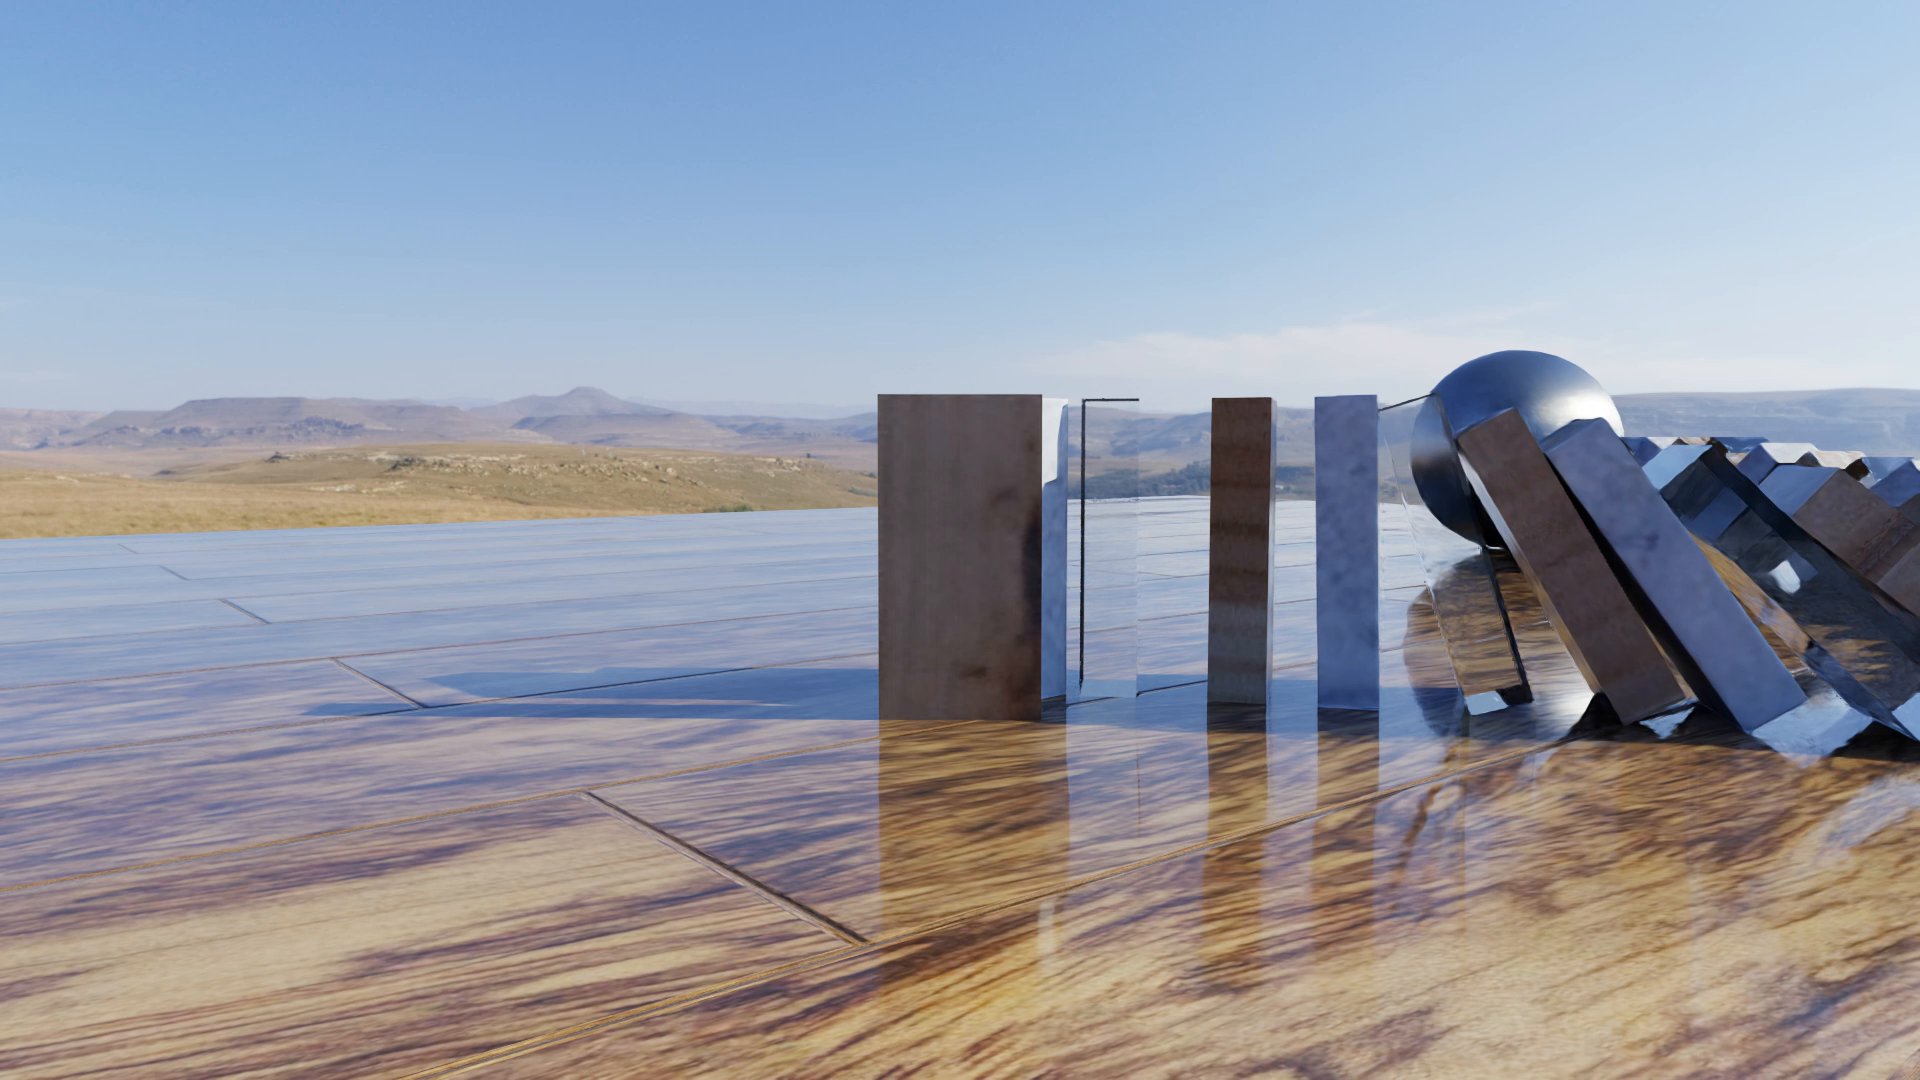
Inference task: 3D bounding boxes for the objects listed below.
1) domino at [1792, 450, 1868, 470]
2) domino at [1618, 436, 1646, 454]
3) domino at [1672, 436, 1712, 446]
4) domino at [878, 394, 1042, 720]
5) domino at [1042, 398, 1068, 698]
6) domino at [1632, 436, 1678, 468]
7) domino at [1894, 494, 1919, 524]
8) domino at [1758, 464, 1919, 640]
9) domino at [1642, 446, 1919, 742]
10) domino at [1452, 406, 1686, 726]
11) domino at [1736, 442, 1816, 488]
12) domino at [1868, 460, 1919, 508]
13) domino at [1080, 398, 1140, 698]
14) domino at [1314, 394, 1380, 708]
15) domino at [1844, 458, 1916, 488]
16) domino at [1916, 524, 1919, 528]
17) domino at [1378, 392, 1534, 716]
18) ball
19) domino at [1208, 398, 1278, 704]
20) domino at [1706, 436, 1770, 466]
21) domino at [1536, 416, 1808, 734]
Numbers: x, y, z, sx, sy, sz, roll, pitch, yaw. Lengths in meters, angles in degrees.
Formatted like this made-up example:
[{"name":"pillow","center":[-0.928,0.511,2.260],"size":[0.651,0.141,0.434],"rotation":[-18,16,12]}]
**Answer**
[{"name":"domino","center":[0.267,-0.009,0.416],"size":[0.025,0.010,0.050],"rotation":[-1,-37,-23]},{"name":"domino","center":[0.242,-0.016,0.476],"size":[0.025,0.050,0.009],"rotation":[-2,43,-23]},{"name":"domino","center":[0.251,-0.014,0.453],"size":[0.025,0.050,0.010],"rotation":[-2,43,-23]},{"name":"domino","center":[0.000,0.002,0.201],"size":[0.025,0.050,0.009],"rotation":[0,4,0]},{"name":"domino","center":[0.006,0.001,0.222],"size":[0.025,0.050,0.010],"rotation":[4,6,44]},{"name":"domino","center":[0.246,-0.015,0.464],"size":[0.025,0.050,0.009],"rotation":[-2,43,-22]},{"name":"domino","center":[0.278,-0.003,0.368],"size":[0.025,0.010,0.050],"rotation":[-1,-31,-14]},{"name":"domino","center":[0.145,0.009,0.192],"size":[0.050,0.009,0.025],"rotation":[41,13,9]},{"name":"domino","center":[0.127,0.007,0.196],"size":[0.009,0.050,0.025],"rotation":[-45,-8,14]},{"name":"domino","center":[0.096,0.003,0.206],"size":[0.010,0.050,0.025],"rotation":[-30,-5,17]},{"name":"domino","center":[0.262,-0.011,0.430],"size":[0.025,0.050,0.009],"rotation":[-2,48,-23]},{"name":"domino","center":[0.276,-0.005,0.385],"size":[0.025,0.010,0.050],"rotation":[-2,-33,-19]},{"name":"domino","center":[0.027,0.001,0.227],"size":[0.010,0.050,0.025],"rotation":[1,4,8]},{"name":"domino","center":[0.066,0.001,0.216],"size":[0.010,0.050,0.025],"rotation":[0,4,18]},{"name":"domino","center":[0.271,-0.007,0.401],"size":[0.025,0.010,0.050],"rotation":[-2,-34,-22]},{"name":"domino","center":[0.274,0.000,0.347],"size":[0.025,0.010,0.050],"rotation":[0,-27,1]},{"name":"domino","center":[0.081,0.001,0.211],"size":[0.009,0.050,0.025],"rotation":[-17,-1,18]},{"name":"ball","center":[0.223,-0.036,0.517],"size":[0.080,0.080,0.080],"rotation":[0,4,0]},{"name":"domino","center":[0.049,0.001,0.222],"size":[0.009,0.050,0.025],"rotation":[1,4,16]},{"name":"domino","center":[0.256,-0.013,0.442],"size":[0.025,0.050,0.010],"rotation":[-2,43,-23]},{"name":"domino","center":[0.109,0.004,0.202],"size":[0.009,0.050,0.025],"rotation":[-35,-6,16]}]
